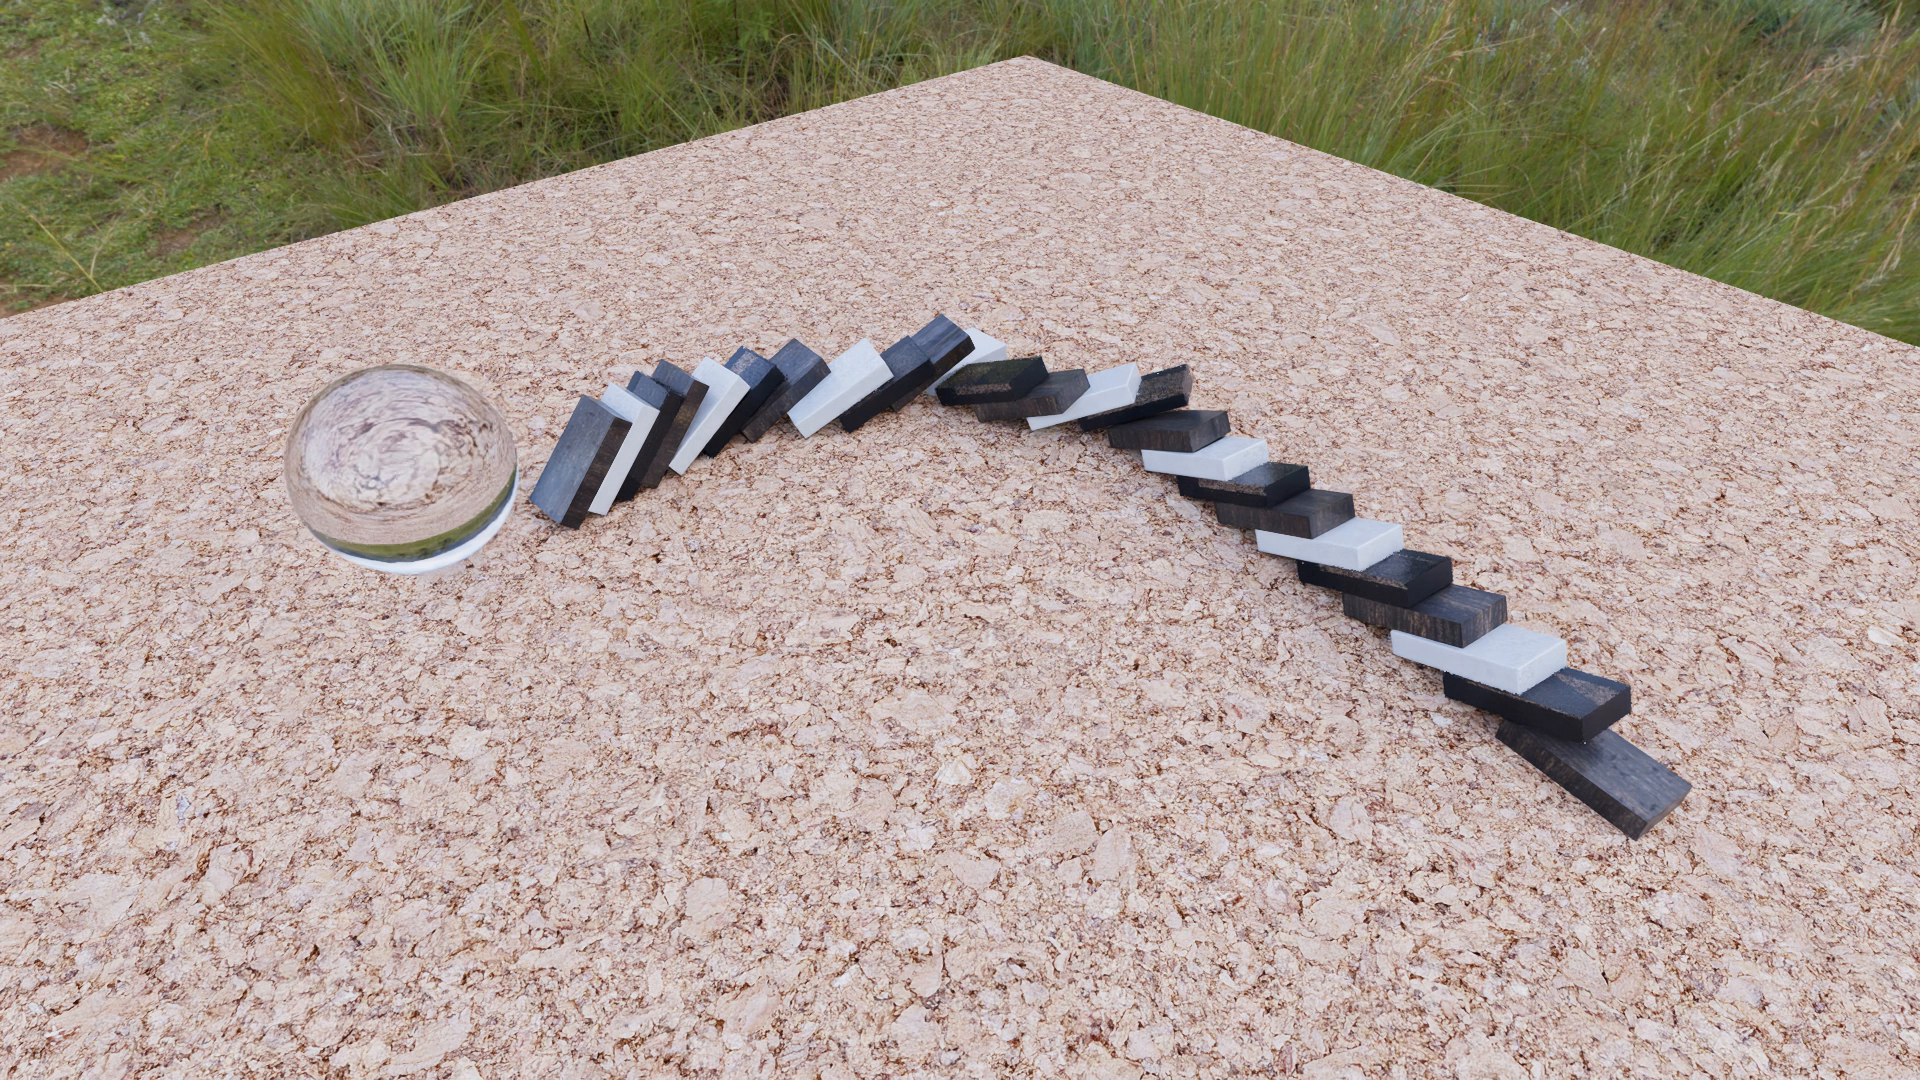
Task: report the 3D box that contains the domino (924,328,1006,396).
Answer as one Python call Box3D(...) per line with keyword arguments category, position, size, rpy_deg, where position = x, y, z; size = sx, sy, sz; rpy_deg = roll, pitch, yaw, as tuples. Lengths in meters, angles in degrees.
Box3D(category="domino", position=(-0.003, -0.090, 0.554), size=(0.050, 0.010, 0.025), rpy_deg=(-31, 48, -32))

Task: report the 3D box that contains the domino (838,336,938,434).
Box3D(category="domino", position=(-0.038, -0.074, 0.518), size=(0.050, 0.010, 0.025), rpy_deg=(-35, 46, -2))

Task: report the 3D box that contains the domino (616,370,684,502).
Box3D(category="domino", position=(-0.140, -0.045, 0.472), size=(0.025, 0.050, 0.009), rpy_deg=(32, 6, 33))

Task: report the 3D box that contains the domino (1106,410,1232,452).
Box3D(category="domino", position=(0.092, -0.049, 0.487), size=(0.025, 0.010, 0.050), rpy_deg=(-28, 21, -30))

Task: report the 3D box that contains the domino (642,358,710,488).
Box3D(category="domino", position=(-0.131, -0.051, 0.479), size=(0.025, 0.050, 0.009), rpy_deg=(32, 6, 33))

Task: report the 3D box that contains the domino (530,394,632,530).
Box3D(category="domino", position=(-0.158, -0.033, 0.457), size=(0.025, 0.050, 0.010), rpy_deg=(32, 6, 33))

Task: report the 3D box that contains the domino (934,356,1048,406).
Box3D(category="domino", position=(0.014, -0.074, 0.516), size=(0.050, 0.009, 0.025), rpy_deg=(4, 37, 47))

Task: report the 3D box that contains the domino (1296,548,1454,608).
Box3D(category="domino", position=(0.155, 0.011, 0.414), size=(0.025, 0.010, 0.050), rpy_deg=(-23, 20, -26))

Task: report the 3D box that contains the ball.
Box3D(category="ball", position=(-0.212, -0.027, 0.421), size=(0.080, 0.080, 0.080), rpy_deg=(0, 39, 0))

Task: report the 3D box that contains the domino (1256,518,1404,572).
Box3D(category="domino", position=(0.143, -0.001, 0.428), size=(0.025, 0.009, 0.050), rpy_deg=(-23, 20, -26))

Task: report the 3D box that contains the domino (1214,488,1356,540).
Box3D(category="domino", position=(0.130, -0.013, 0.443), size=(0.025, 0.010, 0.050), rpy_deg=(-24, 20, -26))

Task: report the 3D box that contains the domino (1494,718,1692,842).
Box3D(category="domino", position=(0.204, 0.071, 0.356), size=(0.025, 0.010, 0.050), rpy_deg=(-23, 45, -25))

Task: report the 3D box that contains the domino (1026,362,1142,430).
Box3D(category="domino", position=(0.057, -0.066, 0.506), size=(0.050, 0.009, 0.025), rpy_deg=(-13, 27, 25))

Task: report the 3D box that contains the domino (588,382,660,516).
Box3D(category="domino", position=(-0.149, -0.039, 0.464), size=(0.025, 0.050, 0.010), rpy_deg=(32, 6, 33))

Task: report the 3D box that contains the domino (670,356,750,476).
Box3D(category="domino", position=(-0.119, -0.056, 0.491), size=(0.025, 0.009, 0.050), rpy_deg=(32, 82, 33))

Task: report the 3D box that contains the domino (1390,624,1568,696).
Box3D(category="domino", position=(0.179, 0.037, 0.382), size=(0.025, 0.009, 0.050), rpy_deg=(-22, 20, -24))

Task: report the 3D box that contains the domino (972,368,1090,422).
Box3D(category="domino", position=(0.032, -0.067, 0.507), size=(0.050, 0.009, 0.025), rpy_deg=(0, 35, 44))

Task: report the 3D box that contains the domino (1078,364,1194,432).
Box3D(category="domino", position=(0.080, -0.065, 0.505), size=(0.050, 0.009, 0.025), rpy_deg=(-13, 27, 26))

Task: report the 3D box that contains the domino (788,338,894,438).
Box3D(category="domino", position=(-0.058, -0.071, 0.512), size=(0.050, 0.009, 0.025), rpy_deg=(-35, 46, -1))

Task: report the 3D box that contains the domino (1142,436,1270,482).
Box3D(category="domino", position=(0.104, -0.036, 0.472), size=(0.025, 0.009, 0.050), rpy_deg=(-24, 20, -26))

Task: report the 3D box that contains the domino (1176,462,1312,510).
Box3D(category="domino", position=(0.117, -0.024, 0.457), size=(0.025, 0.009, 0.050), rpy_deg=(-24, 20, -26))

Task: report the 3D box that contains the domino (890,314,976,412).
Box3D(category="domino", position=(-0.020, -0.086, 0.532), size=(0.050, 0.009, 0.025), rpy_deg=(-40, 51, -6))

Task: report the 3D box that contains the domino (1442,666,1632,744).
Box3D(category="domino", position=(0.191, 0.050, 0.366), size=(0.025, 0.009, 0.050), rpy_deg=(-22, 20, -24))

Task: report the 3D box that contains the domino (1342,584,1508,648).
Box3D(category="domino", position=(0.168, 0.024, 0.399), size=(0.025, 0.009, 0.050), rpy_deg=(-23, 21, -26))

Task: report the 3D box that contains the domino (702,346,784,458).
Box3D(category="domino", position=(-0.106, -0.063, 0.503), size=(0.025, 0.009, 0.050), rpy_deg=(32, 77, 33))

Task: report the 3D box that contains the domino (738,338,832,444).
Box3D(category="domino", position=(-0.087, -0.070, 0.513), size=(0.050, 0.010, 0.025), rpy_deg=(-44, 52, -9))
